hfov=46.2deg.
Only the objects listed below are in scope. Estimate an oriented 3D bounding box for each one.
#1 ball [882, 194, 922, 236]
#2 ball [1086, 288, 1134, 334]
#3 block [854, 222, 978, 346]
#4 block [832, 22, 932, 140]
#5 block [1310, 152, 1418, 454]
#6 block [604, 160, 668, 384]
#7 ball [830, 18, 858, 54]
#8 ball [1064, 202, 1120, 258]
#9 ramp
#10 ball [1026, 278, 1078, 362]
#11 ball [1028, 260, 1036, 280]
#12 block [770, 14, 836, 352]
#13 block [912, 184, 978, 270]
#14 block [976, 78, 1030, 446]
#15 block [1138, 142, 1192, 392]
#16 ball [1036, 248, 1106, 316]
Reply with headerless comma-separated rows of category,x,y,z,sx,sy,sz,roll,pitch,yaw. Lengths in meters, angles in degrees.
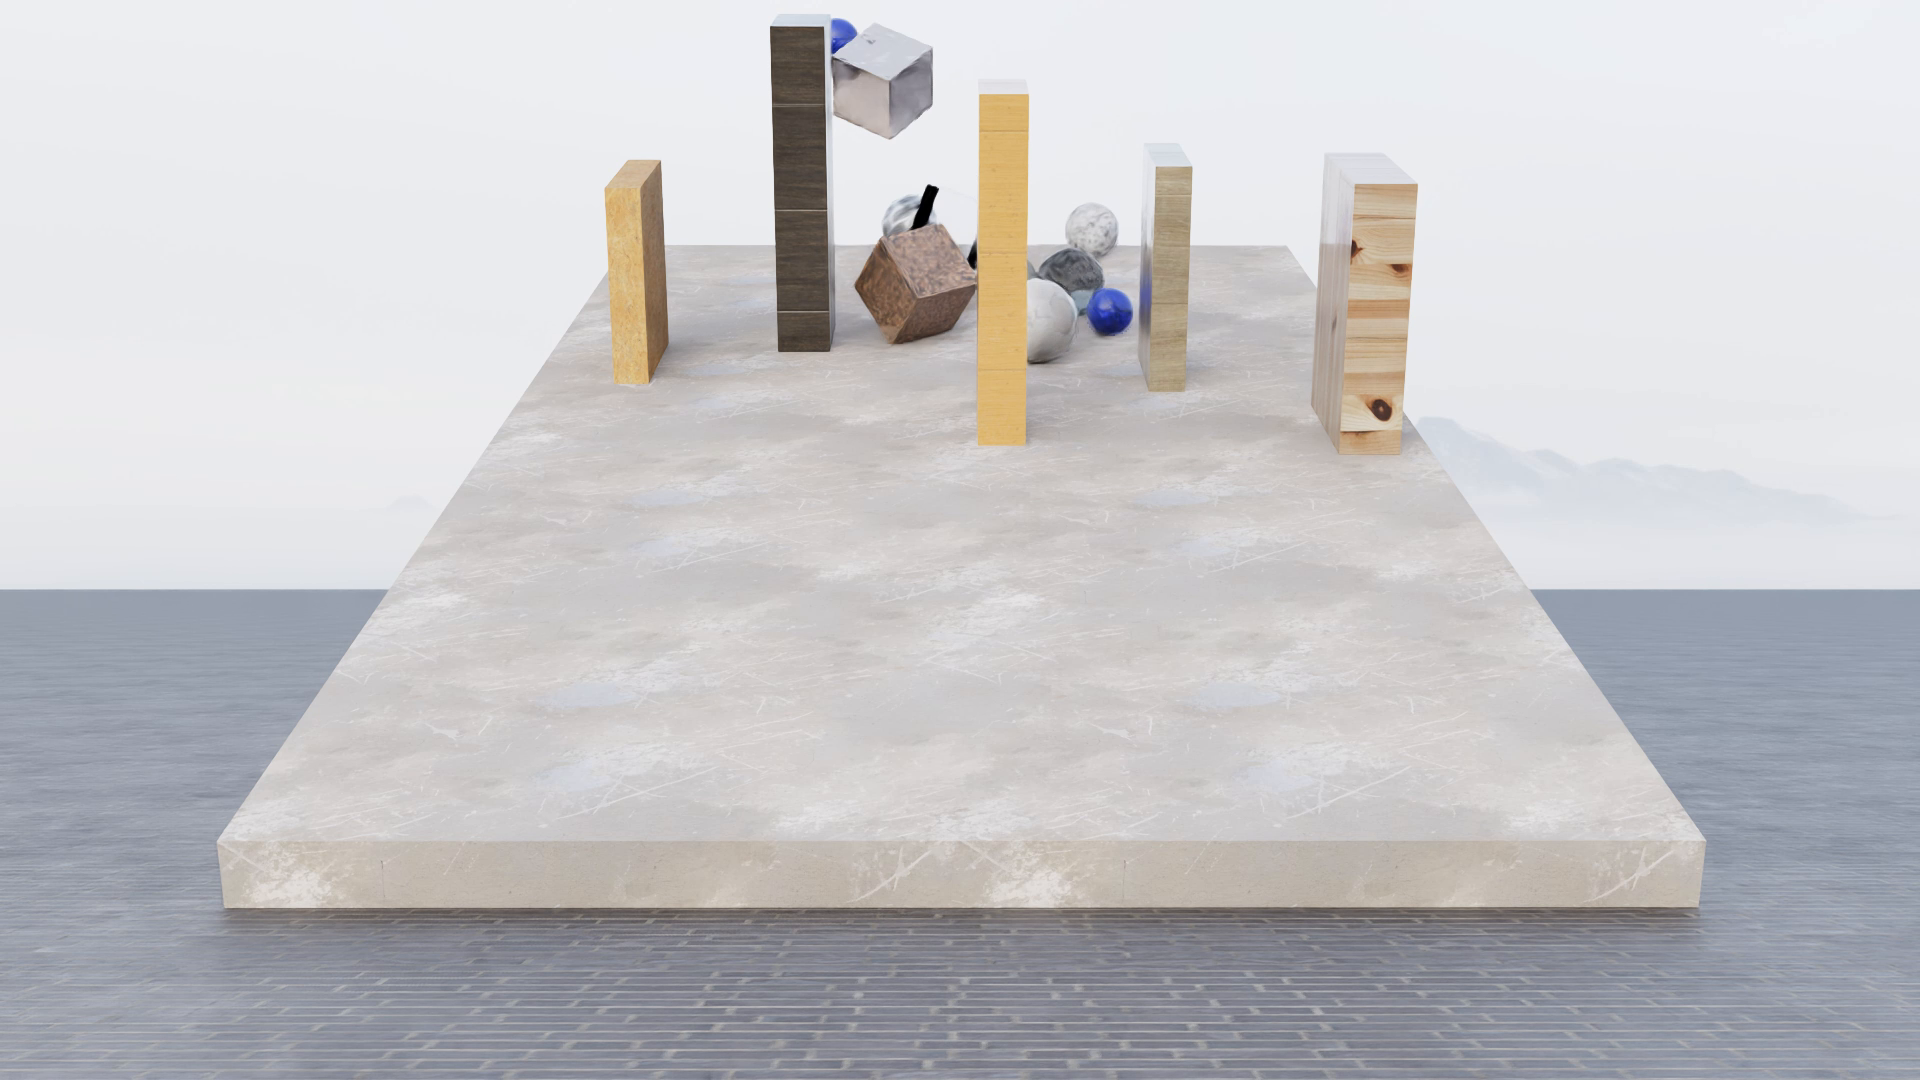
ball,-0.139,-0.923,6.612,0.183,0.183,0.183,0,-1,0
ball,0.382,-0.582,5.717,0.119,0.119,0.119,0,-1,0
block,-0.108,-0.639,5.622,0.194,0.194,0.194,-19,-22,-34
block,-0.216,-1.277,6.264,0.199,0.199,0.199,28,52,23
block,0.860,-0.513,4.822,0.128,0.571,0.393,0,19,0
block,-0.769,-0.647,5.380,0.081,0.459,0.397,0,19,0
ball,-0.346,-1.410,6.363,0.130,0.130,0.130,0,-1,0
ball,0.388,-0.911,6.616,0.160,0.160,0.160,0,-1,0
ramp,-0.004,-0.196,4.929,2.000,0.100,4.000,0,19,0
ball,0.185,-0.531,5.442,0.201,0.201,0.201,0,-1,0
ball,0.140,-0.699,6.034,0.135,0.135,0.135,0,-1,0
block,-0.385,-0.883,5.561,0.129,0.788,0.282,0,19,0
block,-0.014,-0.831,5.984,0.172,0.172,0.172,23,12,13
block,0.088,-0.590,4.783,0.101,0.740,0.242,0,19,0
block,0.478,-0.644,5.278,0.084,0.521,0.334,0,19,0
ball,0.289,-0.672,5.886,0.181,0.181,0.181,0,-1,0
